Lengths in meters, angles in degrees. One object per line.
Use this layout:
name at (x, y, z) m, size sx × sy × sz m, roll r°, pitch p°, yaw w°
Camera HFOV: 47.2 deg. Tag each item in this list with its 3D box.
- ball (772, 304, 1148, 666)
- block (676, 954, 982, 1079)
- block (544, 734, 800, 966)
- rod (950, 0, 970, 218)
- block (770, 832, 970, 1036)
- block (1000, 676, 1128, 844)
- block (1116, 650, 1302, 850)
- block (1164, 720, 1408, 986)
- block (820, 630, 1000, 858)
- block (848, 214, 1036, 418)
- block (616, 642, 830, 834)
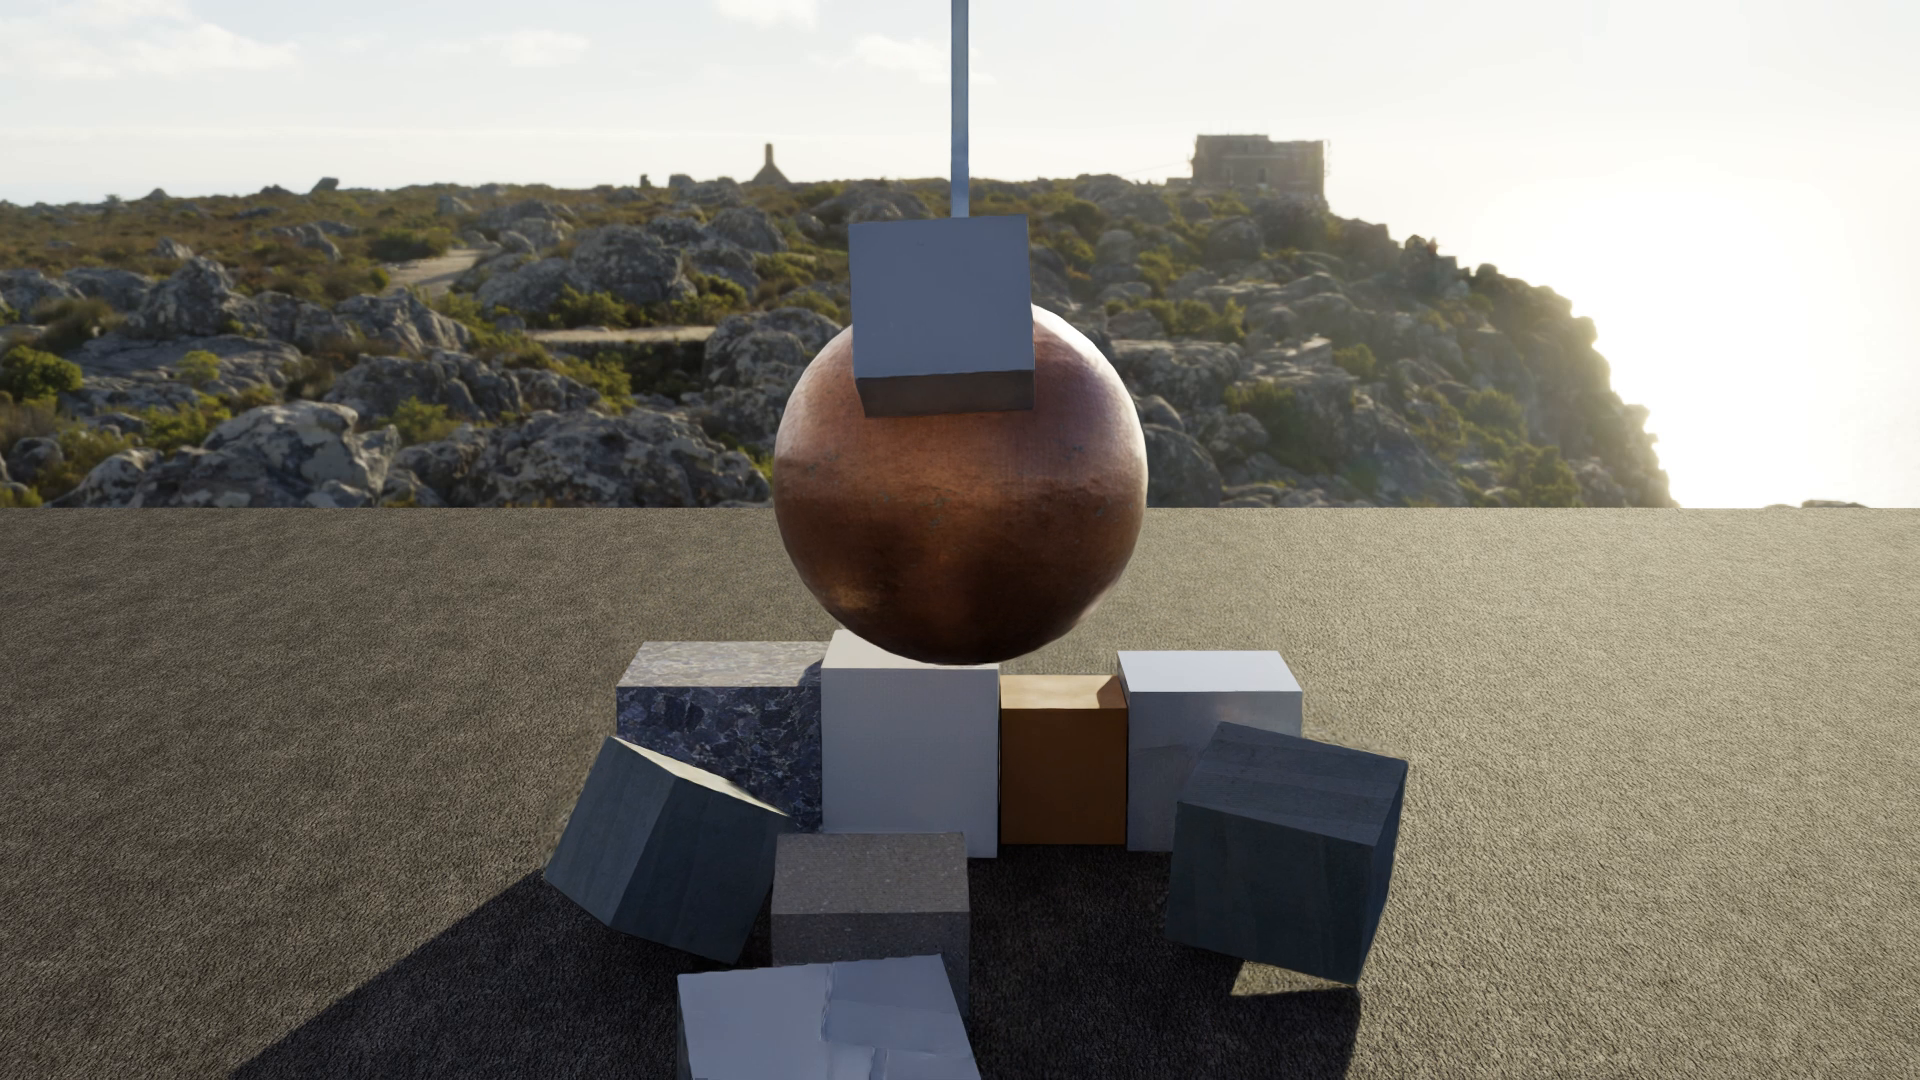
ball at (0.000, -0.262, 9.351) m, size 1.600 × 1.600 × 1.600 m, roll 0°, pitch 10°, yaw 0°
block at (-0.419, 1.854, 6.855) m, size 0.852 × 0.714 × 0.799 m, roll -2°, pitch 26°, yaw -12°
block at (-1.255, 1.342, 9.543) m, size 0.672 × 0.679 × 0.636 m, roll 27°, pitch -5°, yaw -37°
rod at (0.000, -3.639, 9.747) m, size 0.080 × 5.200 × 0.080 m, roll 0°, pitch -7°, yaw 0°
block at (-0.345, 1.598, 8.561) m, size 0.738 × 0.693 × 0.619 m, roll 0°, pitch 21°, yaw -2°
block at (0.523, 1.128, 11.385) m, size 0.627 × 0.708 × 0.687 m, roll 0°, pitch 10°, yaw 0°
block at (1.266, 1.073, 11.370) m, size 0.854 × 0.820 × 0.876 m, roll 0°, pitch 10°, yaw 0°
block at (1.412, 1.341, 9.521) m, size 0.835 × 0.702 × 0.724 m, roll 11°, pitch 27°, yaw 18°
block at (-0.236, 1.024, 11.245) m, size 0.866 × 0.962 × 0.850 m, roll 0°, pitch 10°, yaw 2°
block at (-0.061, -0.836, 8.317) m, size 0.656 × 0.585 × 0.638 m, roll -3°, pitch -10°, yaw 1°
block at (-1.188, 1.053, 11.381) m, size 1.007 × 0.856 × 0.981 m, roll 0°, pitch 10°, yaw 0°
